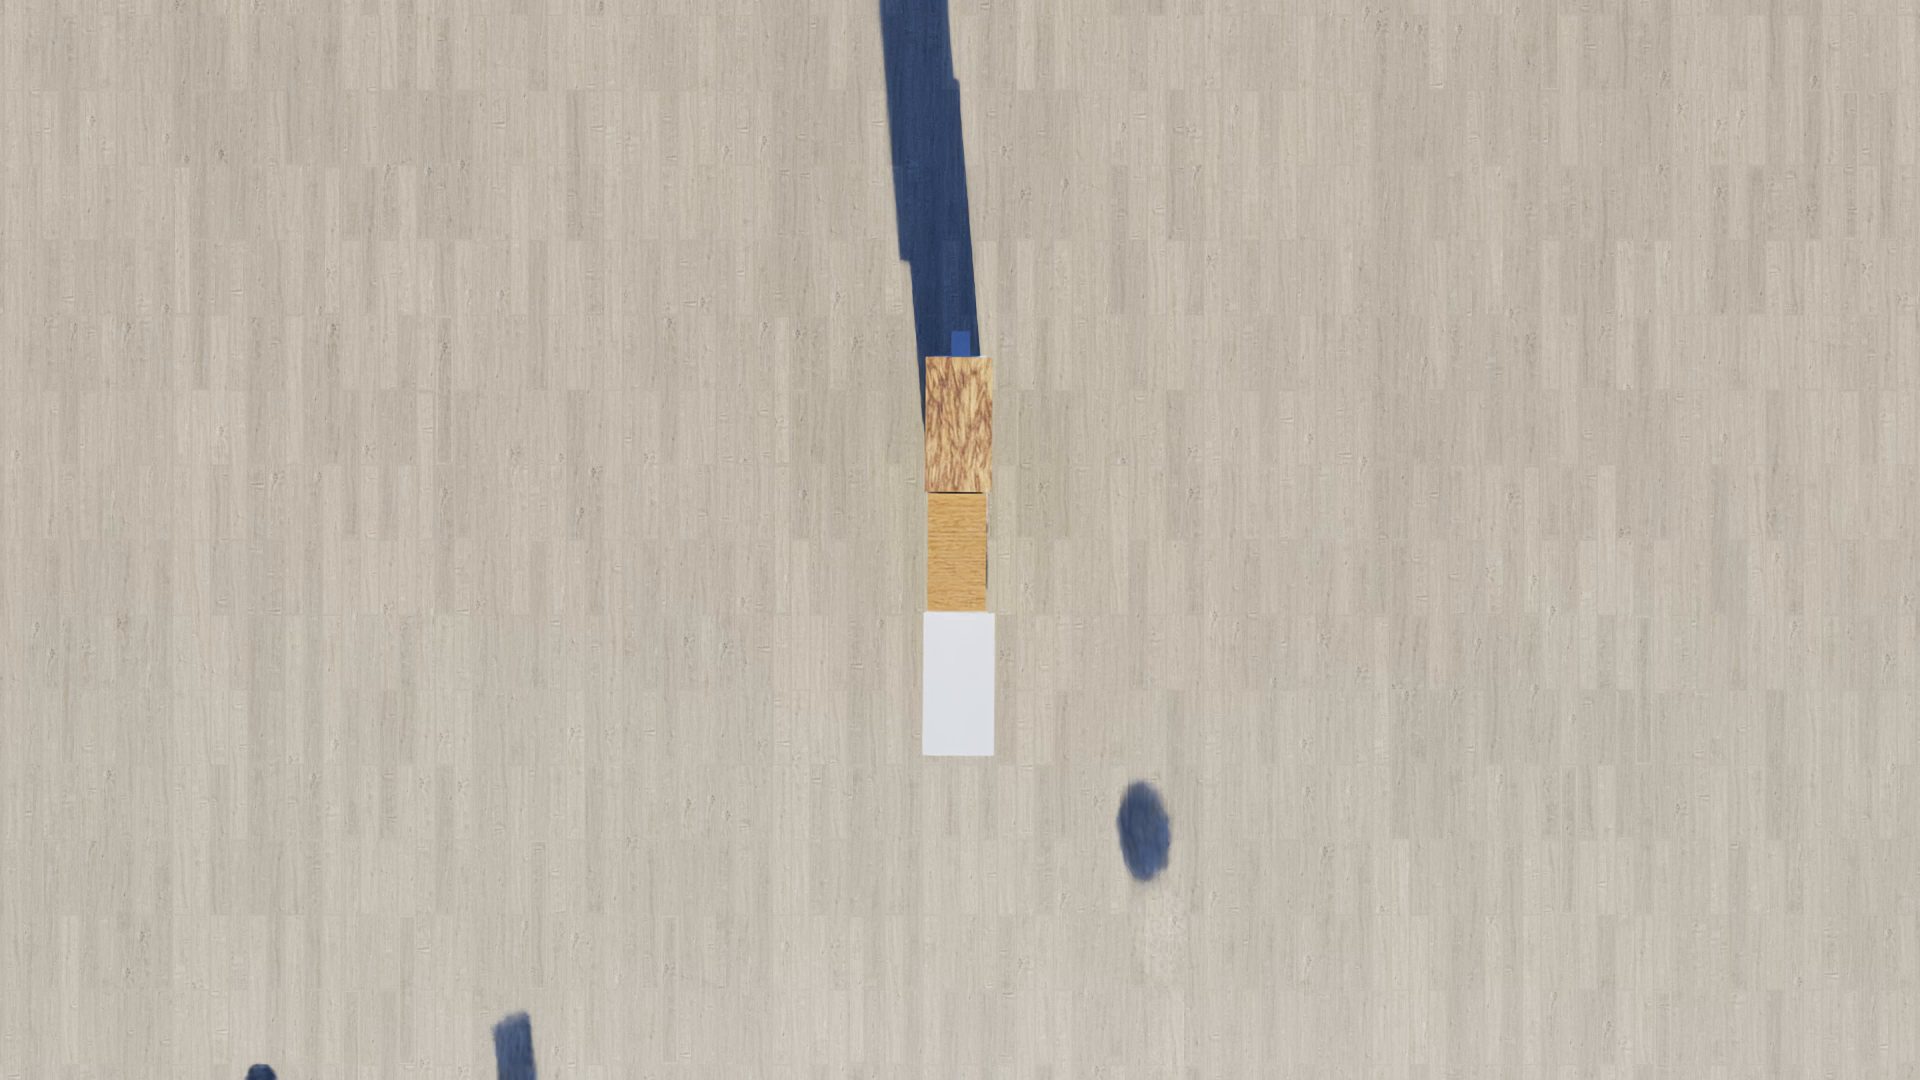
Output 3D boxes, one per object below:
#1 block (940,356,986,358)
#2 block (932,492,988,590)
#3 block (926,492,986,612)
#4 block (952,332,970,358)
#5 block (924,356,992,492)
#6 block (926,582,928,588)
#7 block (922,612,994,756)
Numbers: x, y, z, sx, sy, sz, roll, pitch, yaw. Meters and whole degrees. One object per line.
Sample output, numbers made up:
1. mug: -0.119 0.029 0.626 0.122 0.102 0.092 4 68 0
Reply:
1. block: 0.000 -0.394 4.903 0.152 0.043 0.304 0 90 0
2. block: -0.003 -0.025 4.261 0.151 0.043 0.302 1 90 0
3. block: -0.008 0.029 3.939 0.140 0.040 0.281 0 90 0
4. block: 0.002 -0.481 4.179 0.047 0.013 0.094 0 90 0
5. block: -0.003 -0.272 3.901 0.158 0.045 0.316 1 90 1
6. block: -0.009 0.123 4.099 0.140 0.281 0.040 0 90 0
7. block: -0.003 0.355 4.091 0.175 0.050 0.351 0 90 0
